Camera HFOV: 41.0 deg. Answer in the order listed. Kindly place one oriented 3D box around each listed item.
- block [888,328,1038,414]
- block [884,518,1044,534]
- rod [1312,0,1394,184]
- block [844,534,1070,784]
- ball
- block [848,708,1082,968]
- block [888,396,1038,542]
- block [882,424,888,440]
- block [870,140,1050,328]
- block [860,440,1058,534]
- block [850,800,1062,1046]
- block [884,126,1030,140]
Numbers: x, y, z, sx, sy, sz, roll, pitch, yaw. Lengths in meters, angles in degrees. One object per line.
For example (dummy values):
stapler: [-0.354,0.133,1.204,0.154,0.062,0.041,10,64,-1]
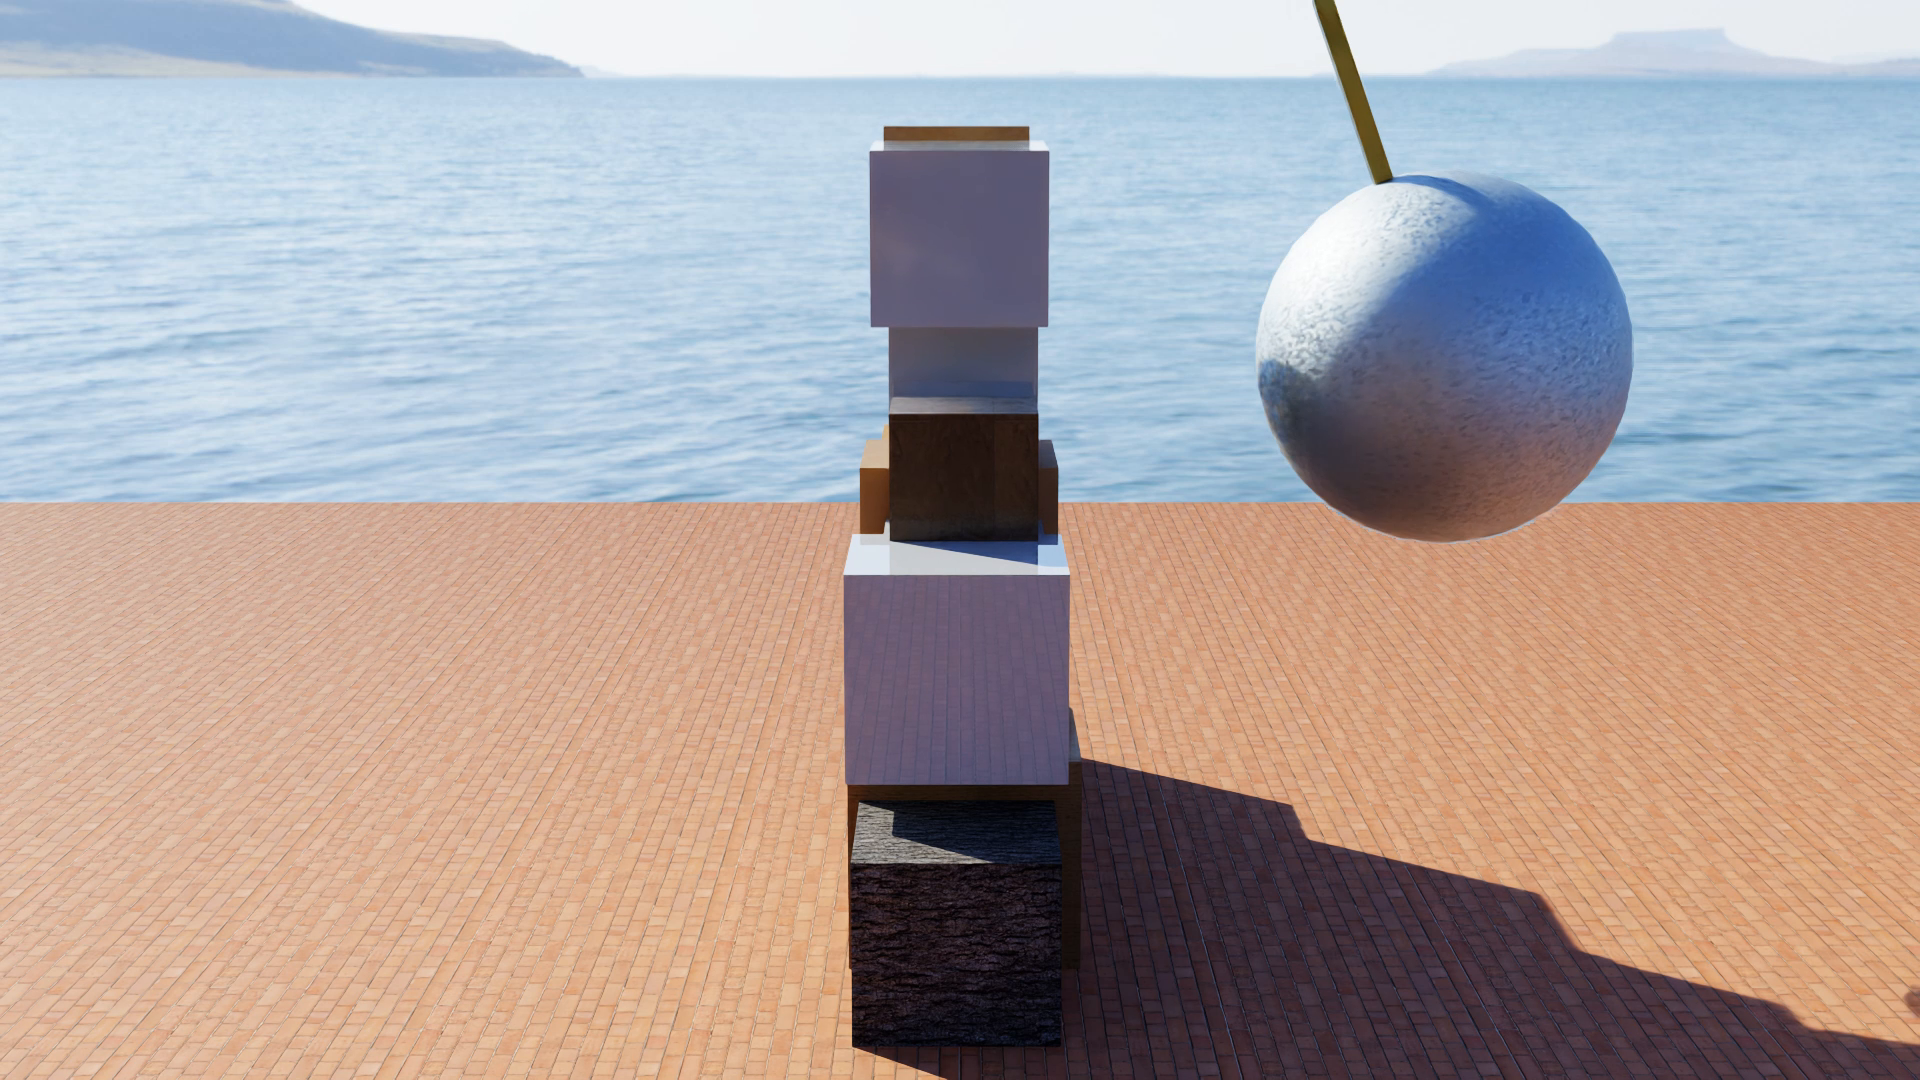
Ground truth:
block: [0.014,-0.664,11.064,0.624,0.687,0.669,0,12,0]
block: [0.017,0.263,10.809,0.672,0.596,0.657,0,11,0]
rod: [0.899,-3.928,10.466,0.080,5.200,0.080,-20,10,4]
block: [-0.012,0.452,10.070,0.847,0.811,0.853,0,10,0]
ball: [2.074,-0.789,11.037,1.600,1.600,1.600,0,10,0]
block: [0.018,1.208,10.548,0.920,0.848,0.878,0,10,0]
block: [0.015,-0.298,10.500,0.595,0.512,0.572,0,10,0]
block: [-0.002,-0.103,12.384,0.743,0.809,0.783,0,11,0]
block: [-0.002,-1.275,10.596,0.716,0.704,0.716,0,12,0]
block: [-0.004,0.014,11.557,0.858,0.819,0.875,0,10,0]
block: [-0.013,1.436,9.718,0.763,0.697,0.817,0,10,0]
block: [-0.015,-1.407,11.446,0.639,0.682,0.620,0,-13,0]
